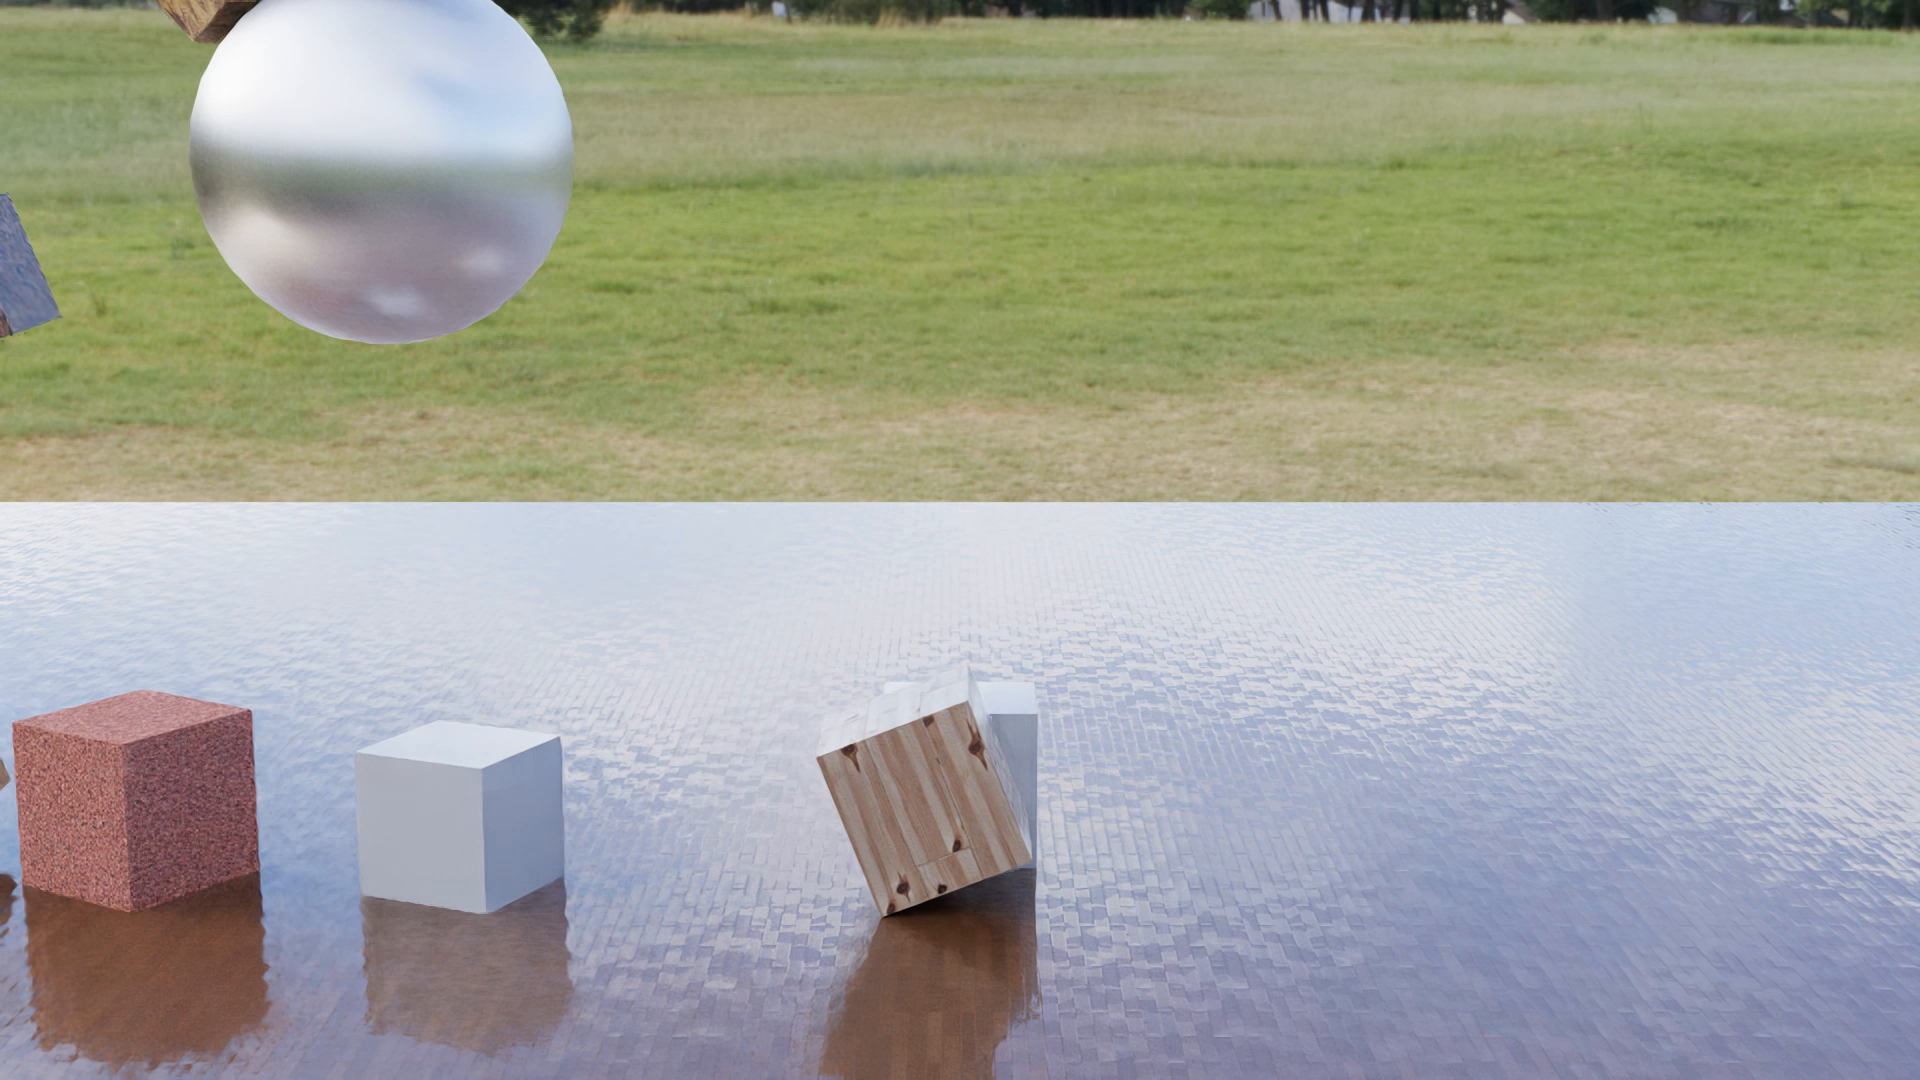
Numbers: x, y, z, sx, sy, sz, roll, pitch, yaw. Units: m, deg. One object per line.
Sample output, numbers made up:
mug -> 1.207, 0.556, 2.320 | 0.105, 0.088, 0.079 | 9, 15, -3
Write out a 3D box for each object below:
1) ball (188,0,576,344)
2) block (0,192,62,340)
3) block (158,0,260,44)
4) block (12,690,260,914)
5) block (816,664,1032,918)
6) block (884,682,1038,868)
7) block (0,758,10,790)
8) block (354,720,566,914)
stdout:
ball -> -2.441, -1.630, 10.884 | 1.600, 1.600, 1.600 | 0, 10, 0
block -> -4.352, -1.105, 11.069 | 0.571, 0.581, 0.523 | -19, 11, 7
block -> -3.086, -2.578, 10.917 | 0.663, 0.673, 0.648 | 48, 17, 7
block -> -3.617, 1.131, 11.285 | 0.702, 0.737, 0.717 | 6, 12, 32
block -> -0.149, 1.068, 11.058 | 0.680, 0.747, 0.671 | -21, 10, 4
block -> -0.002, 1.065, 11.720 | 0.690, 0.710, 0.606 | 0, 10, 0
block -> -4.814, 0.990, 11.663 | 0.616, 0.626, 0.588 | -20, 11, -1
block -> -2.175, 1.198, 11.193 | 0.652, 0.639, 0.604 | 5, 11, 24
